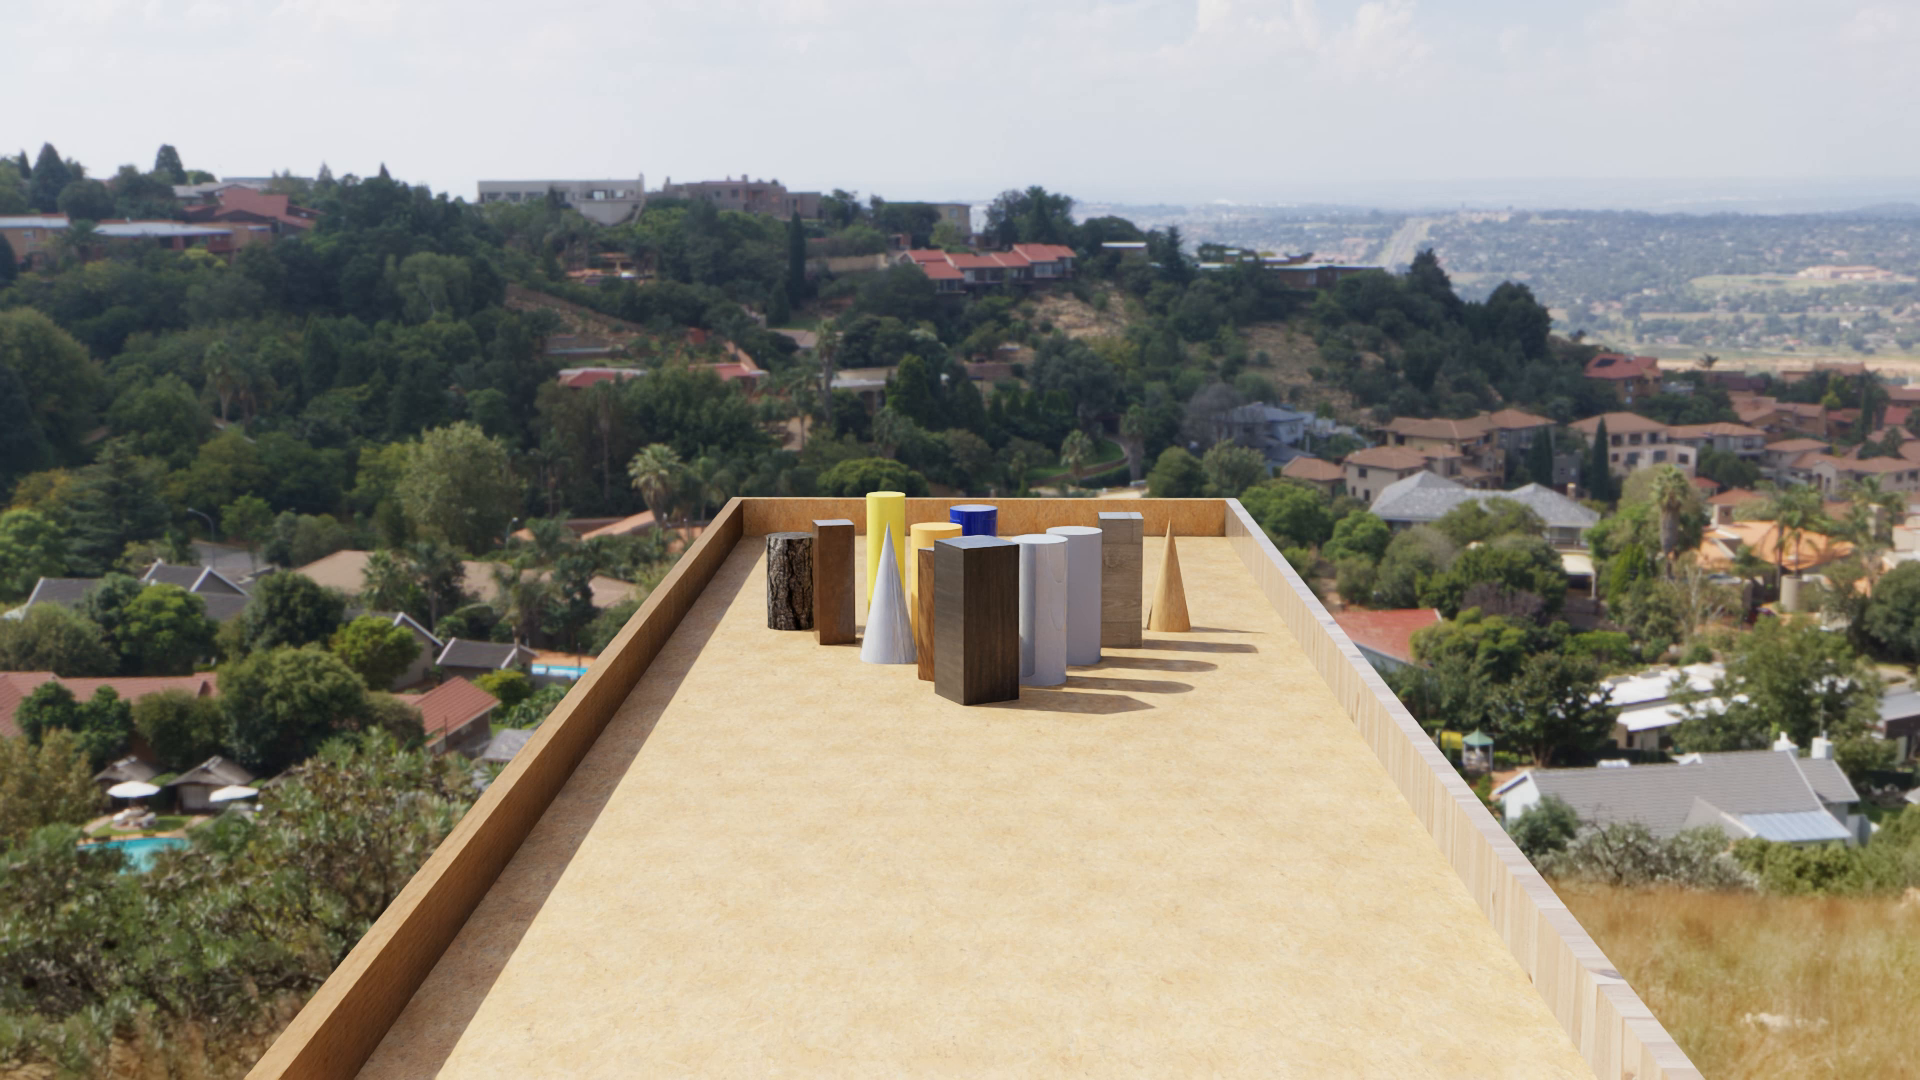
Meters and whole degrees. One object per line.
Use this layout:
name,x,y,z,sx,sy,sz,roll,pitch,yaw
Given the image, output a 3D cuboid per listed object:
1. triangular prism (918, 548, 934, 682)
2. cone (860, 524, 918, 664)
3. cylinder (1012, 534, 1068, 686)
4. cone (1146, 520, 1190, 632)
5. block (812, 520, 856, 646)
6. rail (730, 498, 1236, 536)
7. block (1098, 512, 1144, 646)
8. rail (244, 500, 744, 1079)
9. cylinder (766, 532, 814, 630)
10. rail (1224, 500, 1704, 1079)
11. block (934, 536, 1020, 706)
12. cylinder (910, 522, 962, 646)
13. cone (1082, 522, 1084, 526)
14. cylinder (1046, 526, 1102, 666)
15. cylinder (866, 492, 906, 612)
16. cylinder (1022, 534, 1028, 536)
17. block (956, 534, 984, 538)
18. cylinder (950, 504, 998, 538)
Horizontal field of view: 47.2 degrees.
triangular prism,-0.059,0.215,6.412,0.096,0.388,0.083,7,11,36
cone,-0.217,0.151,6.694,0.180,0.427,0.180,0,9,0
cylinder,0.230,0.203,6.396,0.164,0.417,0.164,0,9,0
cone,0.682,0.105,7.162,0.145,0.370,0.145,0,9,0
block,-0.398,0.133,6.957,0.115,0.381,0.115,-2,9,-13
rail,0.099,-0.098,9.147,2.100,0.150,0.050,0,9,1
block,0.503,0.124,6.929,0.133,0.407,0.133,0,9,0
rail,-1.004,0.839,3.234,0.050,0.150,12.000,0,9,1
cylinder,-0.554,0.134,7.200,0.157,0.302,0.157,0,9,0
rail,1.046,0.843,3.208,0.050,0.150,12.000,0,9,1
block,0.047,0.224,6.184,0.176,0.442,0.176,-5,10,-27
cylinder,-0.074,0.140,6.945,0.163,0.370,0.163,0,9,0
cone,0.402,0.109,7.208,0.151,0.348,0.151,0,9,0
cylinder,0.345,0.168,6.673,0.168,0.399,0.168,0,9,0
cylinder,-0.241,0.068,7.185,0.125,0.437,0.125,0,9,0
cylinder,0.243,0.155,6.963,0.118,0.335,0.118,0,9,0
block,0.047,0.182,6.656,0.104,0.377,0.104,-5,10,-27
cylinder,0.045,0.090,7.184,0.155,0.393,0.155,0,9,0
